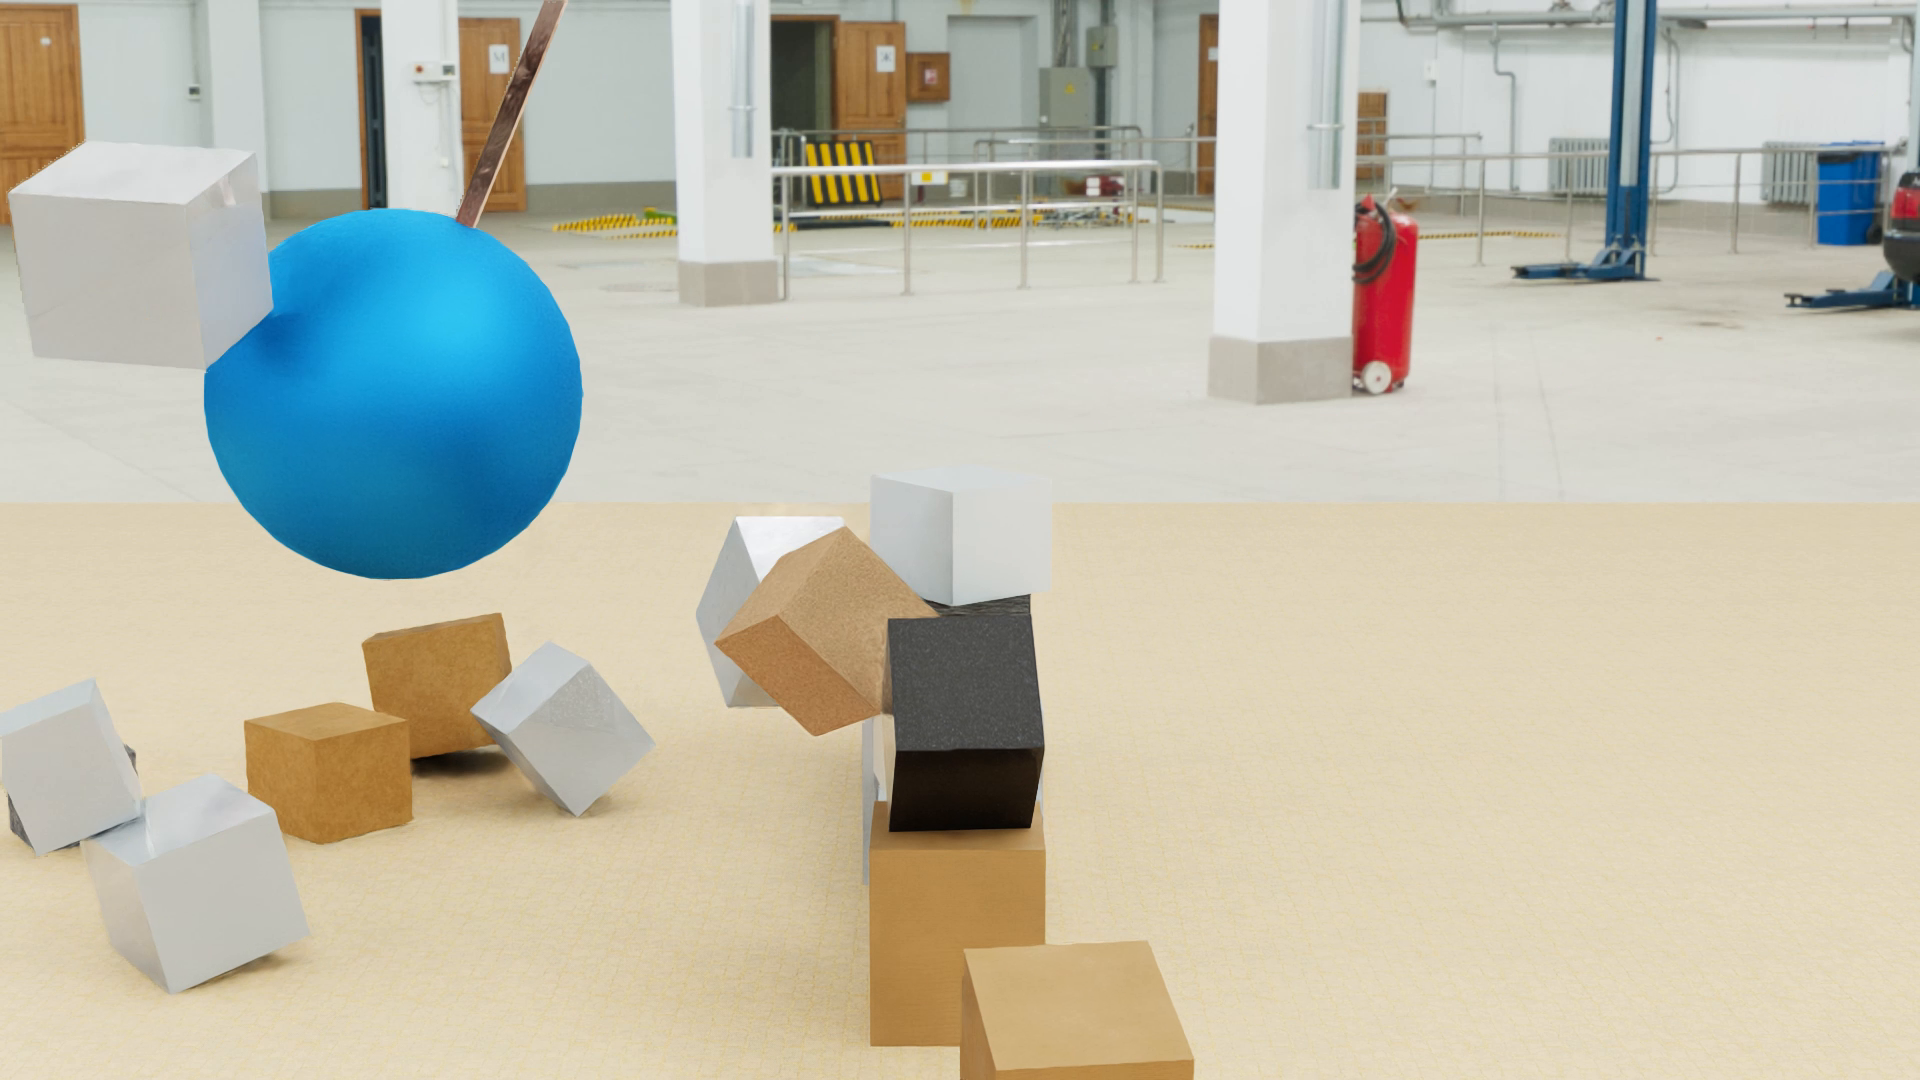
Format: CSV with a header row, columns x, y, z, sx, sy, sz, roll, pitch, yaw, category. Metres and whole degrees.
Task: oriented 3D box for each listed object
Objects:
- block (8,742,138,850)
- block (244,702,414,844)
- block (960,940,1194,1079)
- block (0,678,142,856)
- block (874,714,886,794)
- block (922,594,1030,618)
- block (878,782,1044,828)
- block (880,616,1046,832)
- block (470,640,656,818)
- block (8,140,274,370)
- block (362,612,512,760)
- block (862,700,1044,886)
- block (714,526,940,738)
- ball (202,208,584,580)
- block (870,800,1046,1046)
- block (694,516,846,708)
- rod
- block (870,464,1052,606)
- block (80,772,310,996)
x,y,z,sx,sy,sz,roll,pitch,yaw,category
-4.144,1.172,11.983,0.472,0.407,0.450,-7,12,-34,block
-2.991,1.094,12.154,0.589,0.492,0.516,9,13,42,block
0.340,1.713,7.899,0.589,0.677,0.665,-1,23,-8,block
-3.549,0.895,10.182,0.410,0.501,0.404,-22,16,-11,block
-0.079,0.764,10.280,0.472,0.453,0.529,-2,10,-9,block
-0.018,0.730,13.042,0.742,0.898,0.839,0,10,2,block
0.000,1.341,10.287,0.644,0.680,0.677,0,10,0,block
0.000,0.676,9.422,0.528,0.576,0.562,-1,54,-5,block
-1.930,0.908,12.446,0.515,0.550,0.596,-43,25,-16,block
-3.163,-1.115,9.968,0.698,0.661,0.658,5,26,8,block
-2.656,0.753,13.206,0.657,0.622,0.605,-10,3,-5,block
-0.042,1.059,11.552,0.789,0.783,0.740,0,10,-2,block
-0.514,0.367,10.113,0.555,0.564,0.489,-24,26,56,block
-2.433,-0.626,11.066,1.600,1.600,1.600,0,10,0,ball
-0.010,1.428,9.626,0.637,0.746,0.633,0,10,0,block
-0.860,0.351,12.609,0.573,0.714,0.611,0,47,-28,block
-1.054,-3.684,10.511,0.080,5.200,0.080,24,9,-4,rod
0.002,-0.036,13.140,0.640,0.575,0.686,-8,13,-38,block
-3.063,1.357,10.235,0.585,0.552,0.677,-22,21,-32,block
